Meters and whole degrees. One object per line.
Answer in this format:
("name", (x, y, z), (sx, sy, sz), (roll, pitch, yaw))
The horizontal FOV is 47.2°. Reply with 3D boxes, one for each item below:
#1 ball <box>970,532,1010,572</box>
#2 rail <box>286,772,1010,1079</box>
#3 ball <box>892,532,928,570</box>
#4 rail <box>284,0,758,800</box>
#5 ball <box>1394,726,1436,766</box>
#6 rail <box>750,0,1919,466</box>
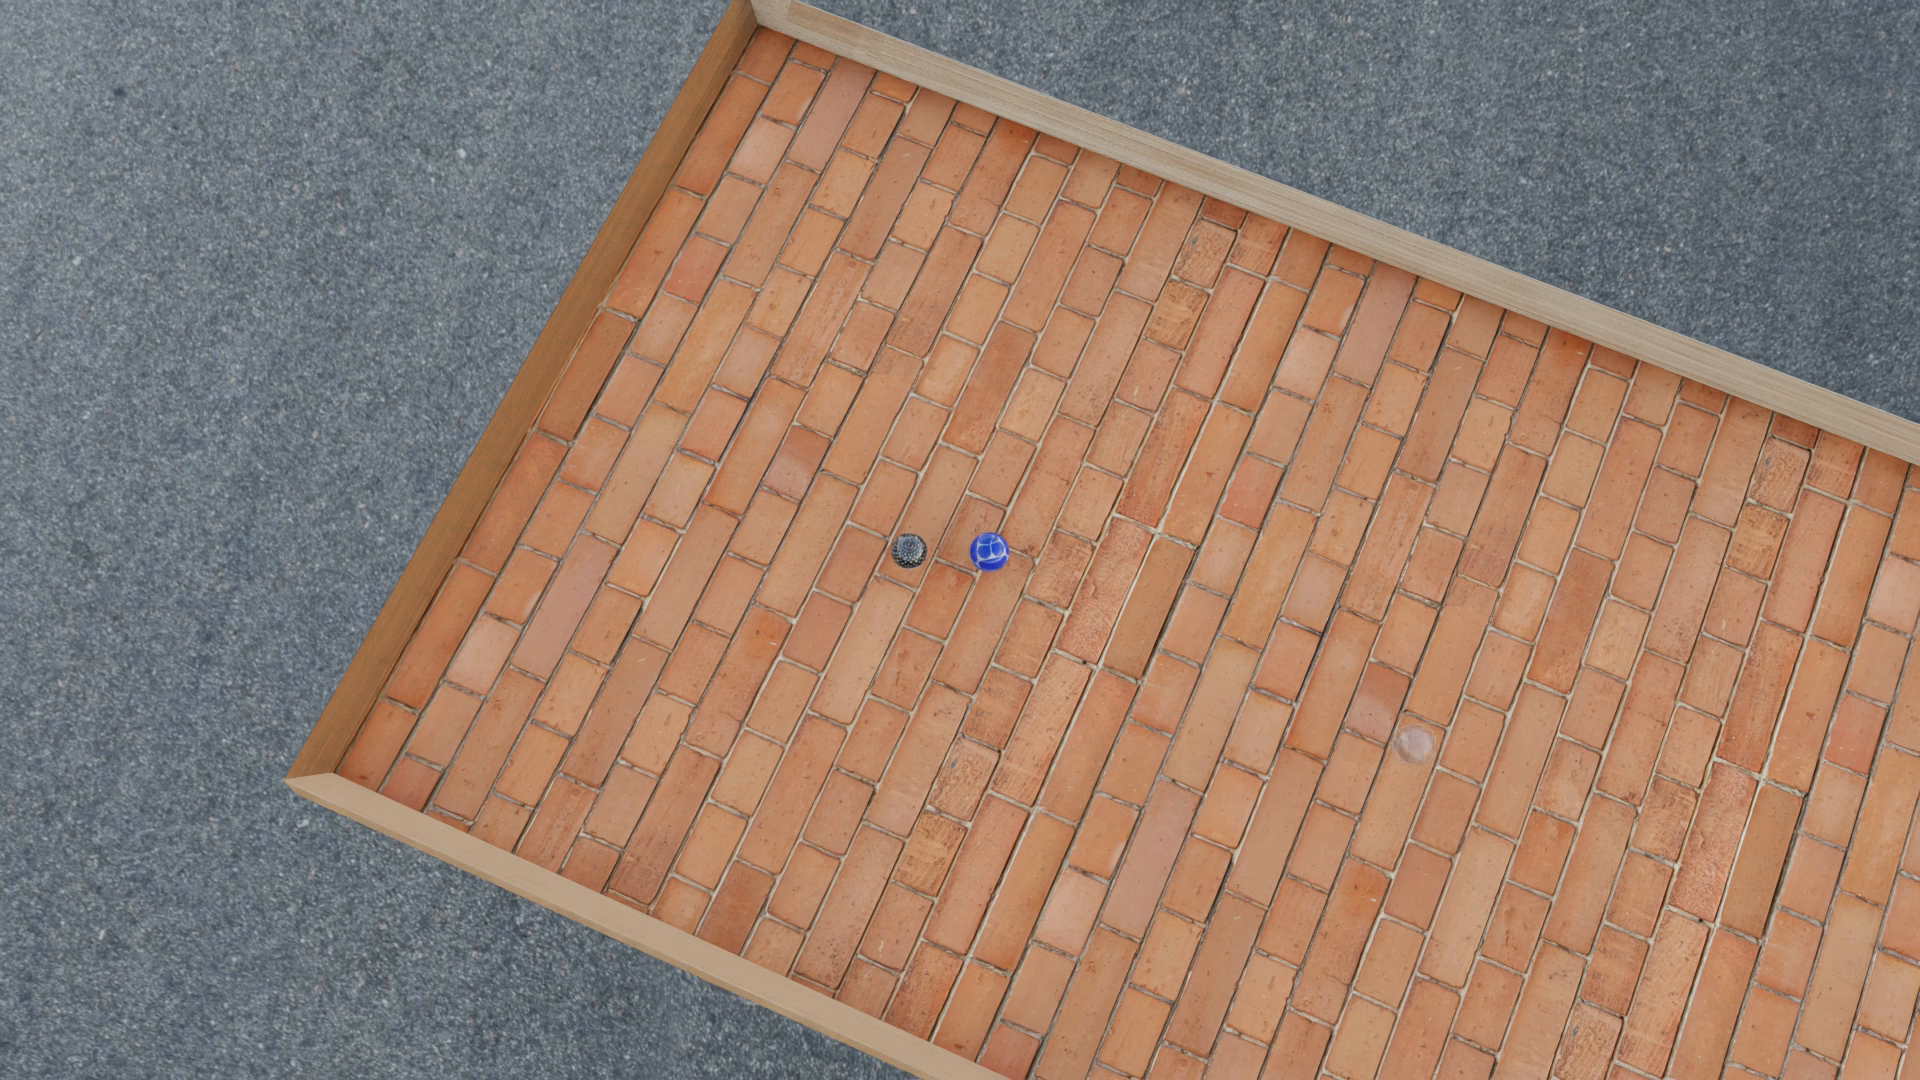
("ball", (0.047, 0.019, 3.475), (0.064, 0.064, 0.064), (0, 68, 0))
("rail", (0.385, 0.928, 3.103), (3.036, 0.083, 0.045), (22, 70, 9))
("ball", (-0.080, 0.017, 3.478), (0.058, 0.058, 0.058), (0, 68, 0))
("rail", (-0.672, -0.282, 3.583), (0.045, 0.083, 1.567), (22, 70, 9))
("ball", (0.695, 0.314, 3.359), (0.060, 0.060, 0.060), (0, 68, 0))
("rail", (1.002, -0.363, 3.615), (3.036, 0.083, 0.045), (22, 70, 9))
